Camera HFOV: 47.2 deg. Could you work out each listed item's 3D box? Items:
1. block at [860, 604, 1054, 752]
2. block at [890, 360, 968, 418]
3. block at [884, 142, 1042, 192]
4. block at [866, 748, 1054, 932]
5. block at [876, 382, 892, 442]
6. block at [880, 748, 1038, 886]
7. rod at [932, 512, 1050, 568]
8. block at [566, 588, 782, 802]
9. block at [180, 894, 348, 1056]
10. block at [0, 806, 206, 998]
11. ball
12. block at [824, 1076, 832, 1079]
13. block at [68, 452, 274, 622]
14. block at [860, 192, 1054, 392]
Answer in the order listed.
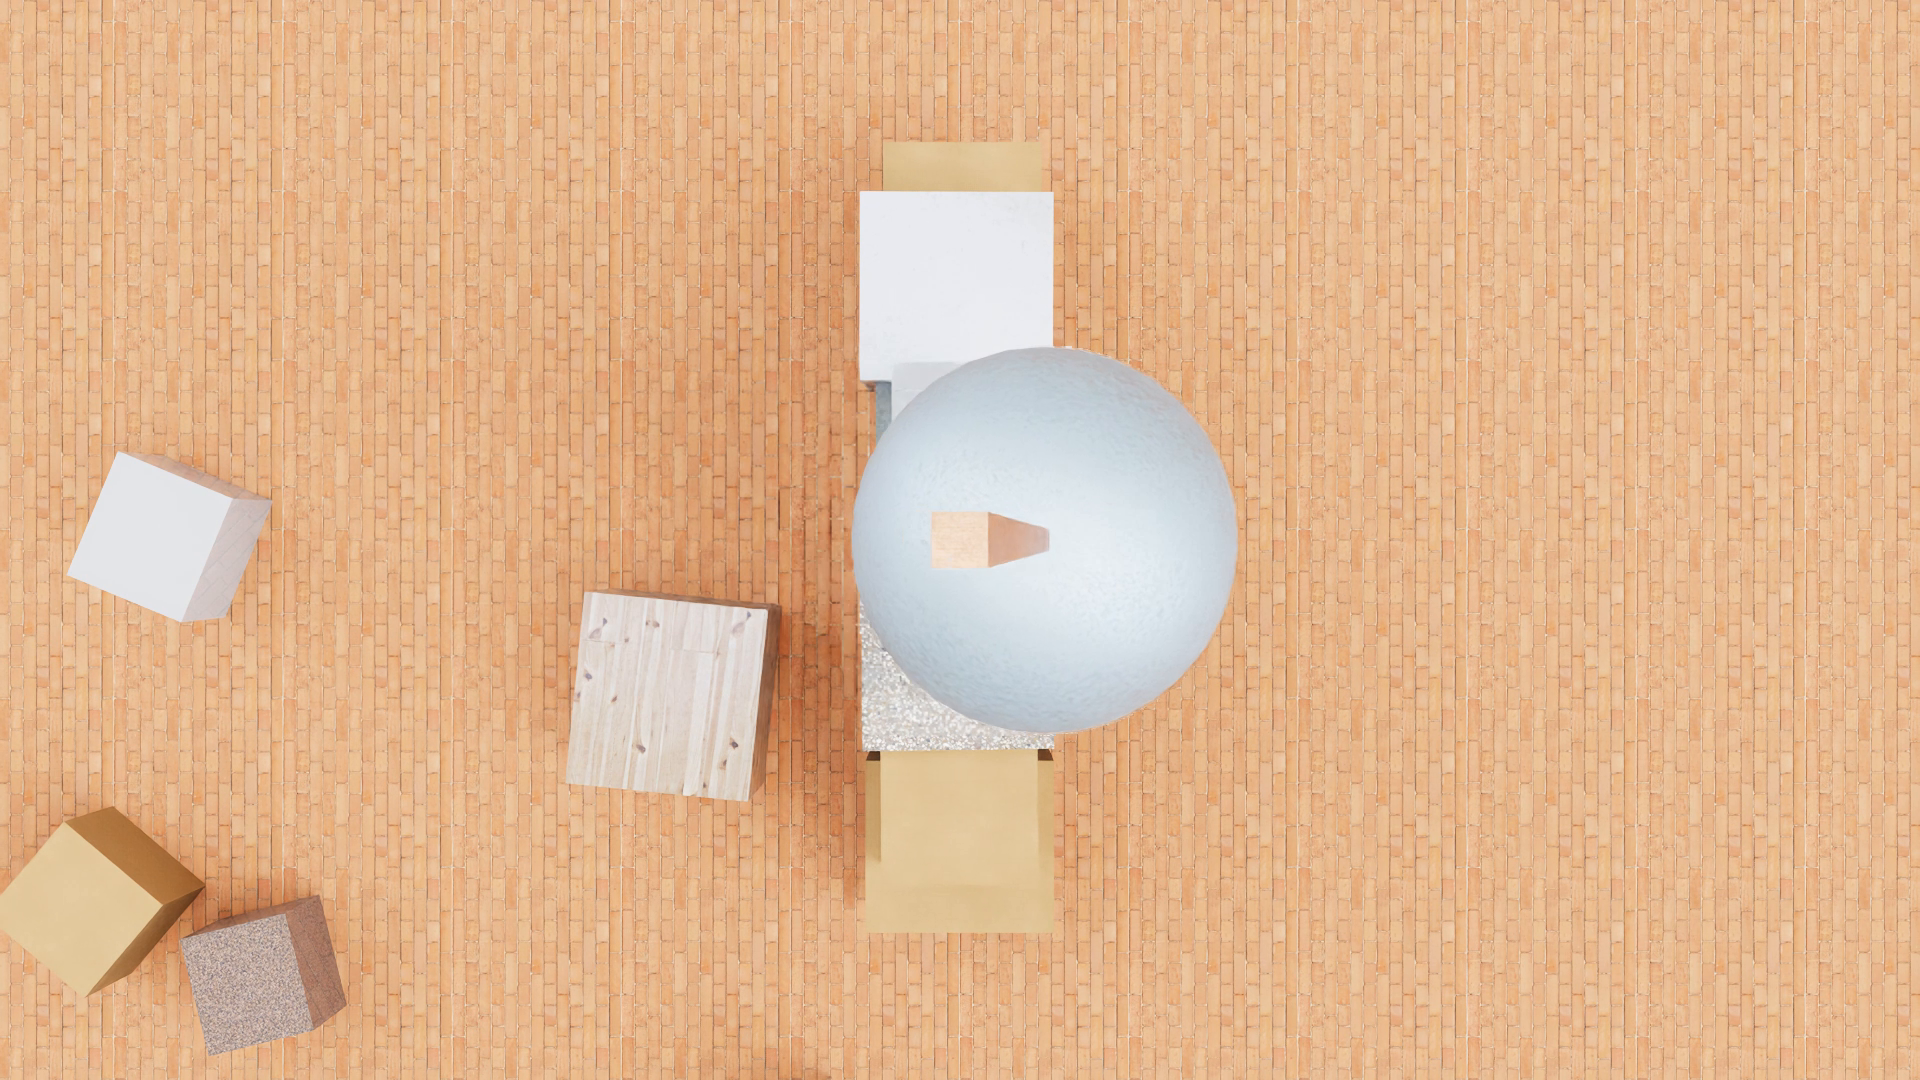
[{"bbox_3d":[-0.015,0.608,11.789,0.994,0.845,0.903,-1,94,0],"label":"block"},{"bbox_3d":[0.012,-0.446,10.756,0.659,0.648,0.744,-2,106,0],"label":"block"},{"bbox_3d":[0.013,-1.747,12.508,0.866,0.983,0.855,0,90,0],"label":"block"},{"bbox_3d":[-0.001,1.698,12.585,1.044,0.830,0.952,0,90,0],"label":"block"},{"bbox_3d":[0.000,-0.341,11.683,0.865,1.024,0.918,0,90,0],"label":"block"},{"bbox_3d":[-0.002,1.445,11.821,0.820,0.698,0.709,0,90,0],"label":"block"},{"bbox_3d":[0.150,0.000,5.688,0.080,5.200,0.080,0,90,3],"label":"rod"},{"bbox_3d":[-1.605,0.857,12.514,1.008,0.972,1.053,6,90,0],"label":"block"},{"bbox_3d":[-4.000,2.496,12.668,0.609,0.665,0.677,-14,90,0],"label":"block"},{"bbox_3d":[-4.951,2.067,12.643,0.725,0.715,0.682,40,90,0],"label":"block"},{"bbox_3d":[0.347,0.000,9.082,1.600,1.600,1.600,0,90,0],"label":"ball"},{"bbox_3d":[-0.911,3.685,12.630,0.757,0.740,0.768,-29,90,0],"label":"block"},{"bbox_3d":[-4.521,-0.018,12.634,0.691,0.732,0.747,23,90,0],"label":"block"},{"bbox_3d":[-0.018,-1.276,11.503,0.966,1.029,0.941,0,91,0],"label":"block"}]
